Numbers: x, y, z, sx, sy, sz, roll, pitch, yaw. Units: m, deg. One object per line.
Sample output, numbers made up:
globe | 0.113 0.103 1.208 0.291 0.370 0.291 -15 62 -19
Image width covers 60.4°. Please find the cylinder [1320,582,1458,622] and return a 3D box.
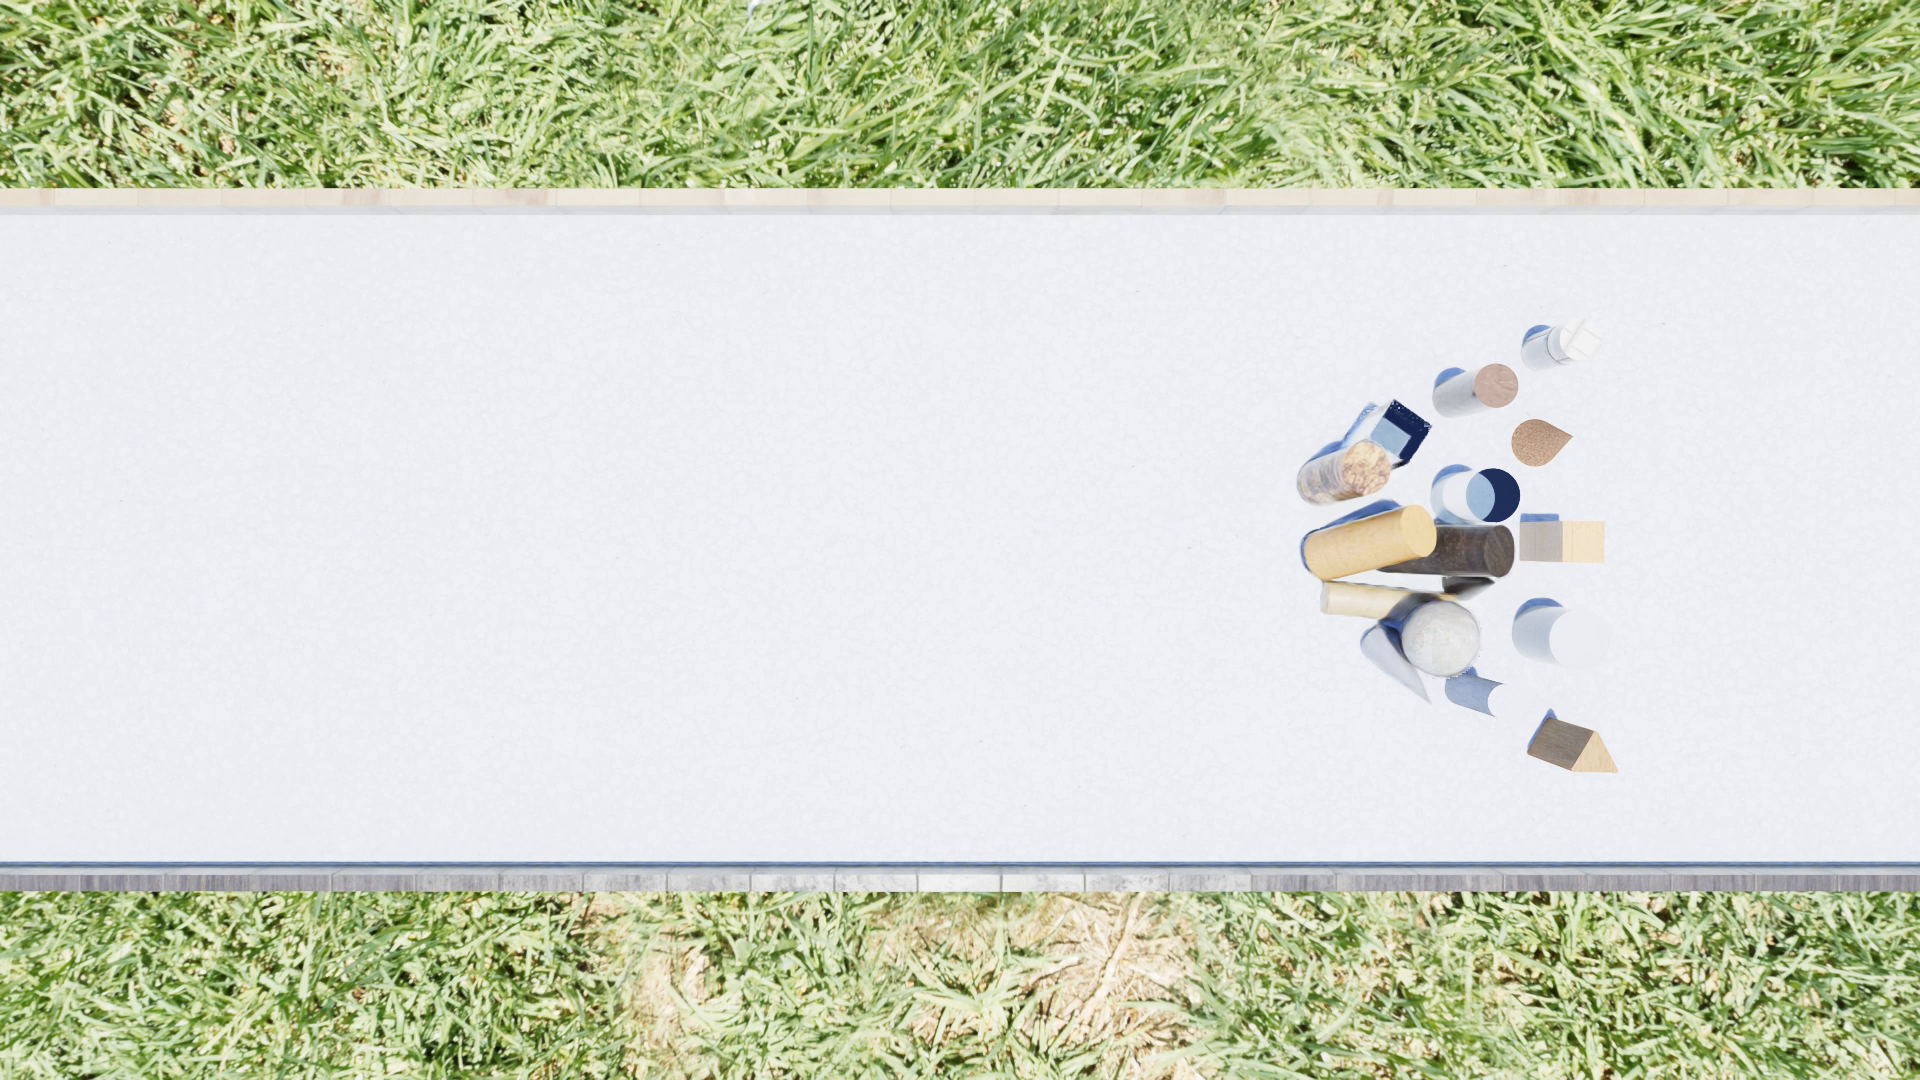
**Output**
cylinder | 1.305 0.195 5.026 0.394 0.100 0.100 6 90 0

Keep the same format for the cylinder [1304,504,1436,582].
cylinder | 1.212 0.011 4.884 0.155 0.368 0.155 11 72 -34

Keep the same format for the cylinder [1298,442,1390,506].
cylinder | 1.136 -0.190 4.895 0.149 0.341 0.149 1 85 -10

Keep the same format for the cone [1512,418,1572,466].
cone | 1.770 -0.299 4.917 0.148 0.319 0.148 0 90 0

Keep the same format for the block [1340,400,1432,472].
block | 1.265 -0.300 4.919 0.137 0.302 0.137 35 83 0

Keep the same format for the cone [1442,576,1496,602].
cone | 1.546 0.124 4.915 0.130 0.323 0.130 0 90 0

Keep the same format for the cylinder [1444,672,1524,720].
cylinder | 1.541 0.458 4.868 0.100 0.418 0.100 0 90 0

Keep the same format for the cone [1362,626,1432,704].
cone | 1.315 0.396 4.851 0.130 0.433 0.130 -2 110 -5

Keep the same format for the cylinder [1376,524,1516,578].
cylinder | 1.420 0.028 4.874 0.153 0.398 0.153 -1 92 -39

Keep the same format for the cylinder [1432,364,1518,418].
cylinder | 1.516 -0.436 4.869 0.127 0.416 0.127 0 90 0

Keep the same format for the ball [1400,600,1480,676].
ball | 1.391 0.284 4.775 0.222 0.222 0.222 0 90 0

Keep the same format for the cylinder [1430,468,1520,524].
cylinder | 1.525 -0.128 4.898 0.158 0.357 0.158 0 90 0

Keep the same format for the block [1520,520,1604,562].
block | 1.781 0.005 4.893 0.119 0.368 0.119 0 90 0

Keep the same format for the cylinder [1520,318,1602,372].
cylinder | 1.787 -0.577 4.911 0.121 0.330 0.121 0 90 0

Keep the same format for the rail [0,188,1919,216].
rail | -2.247 -1.025 5.002 12.000 0.150 0.050 0 90 0

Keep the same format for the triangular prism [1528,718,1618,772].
triangular prism | 1.812 0.603 4.890 0.133 0.374 0.115 2 90 0

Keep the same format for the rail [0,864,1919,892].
rail | -2.247 1.025 5.001 12.000 0.150 0.050 0 90 0

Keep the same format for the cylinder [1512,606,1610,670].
cylinder | 1.786 0.288 4.914 0.176 0.325 0.176 0 90 0
